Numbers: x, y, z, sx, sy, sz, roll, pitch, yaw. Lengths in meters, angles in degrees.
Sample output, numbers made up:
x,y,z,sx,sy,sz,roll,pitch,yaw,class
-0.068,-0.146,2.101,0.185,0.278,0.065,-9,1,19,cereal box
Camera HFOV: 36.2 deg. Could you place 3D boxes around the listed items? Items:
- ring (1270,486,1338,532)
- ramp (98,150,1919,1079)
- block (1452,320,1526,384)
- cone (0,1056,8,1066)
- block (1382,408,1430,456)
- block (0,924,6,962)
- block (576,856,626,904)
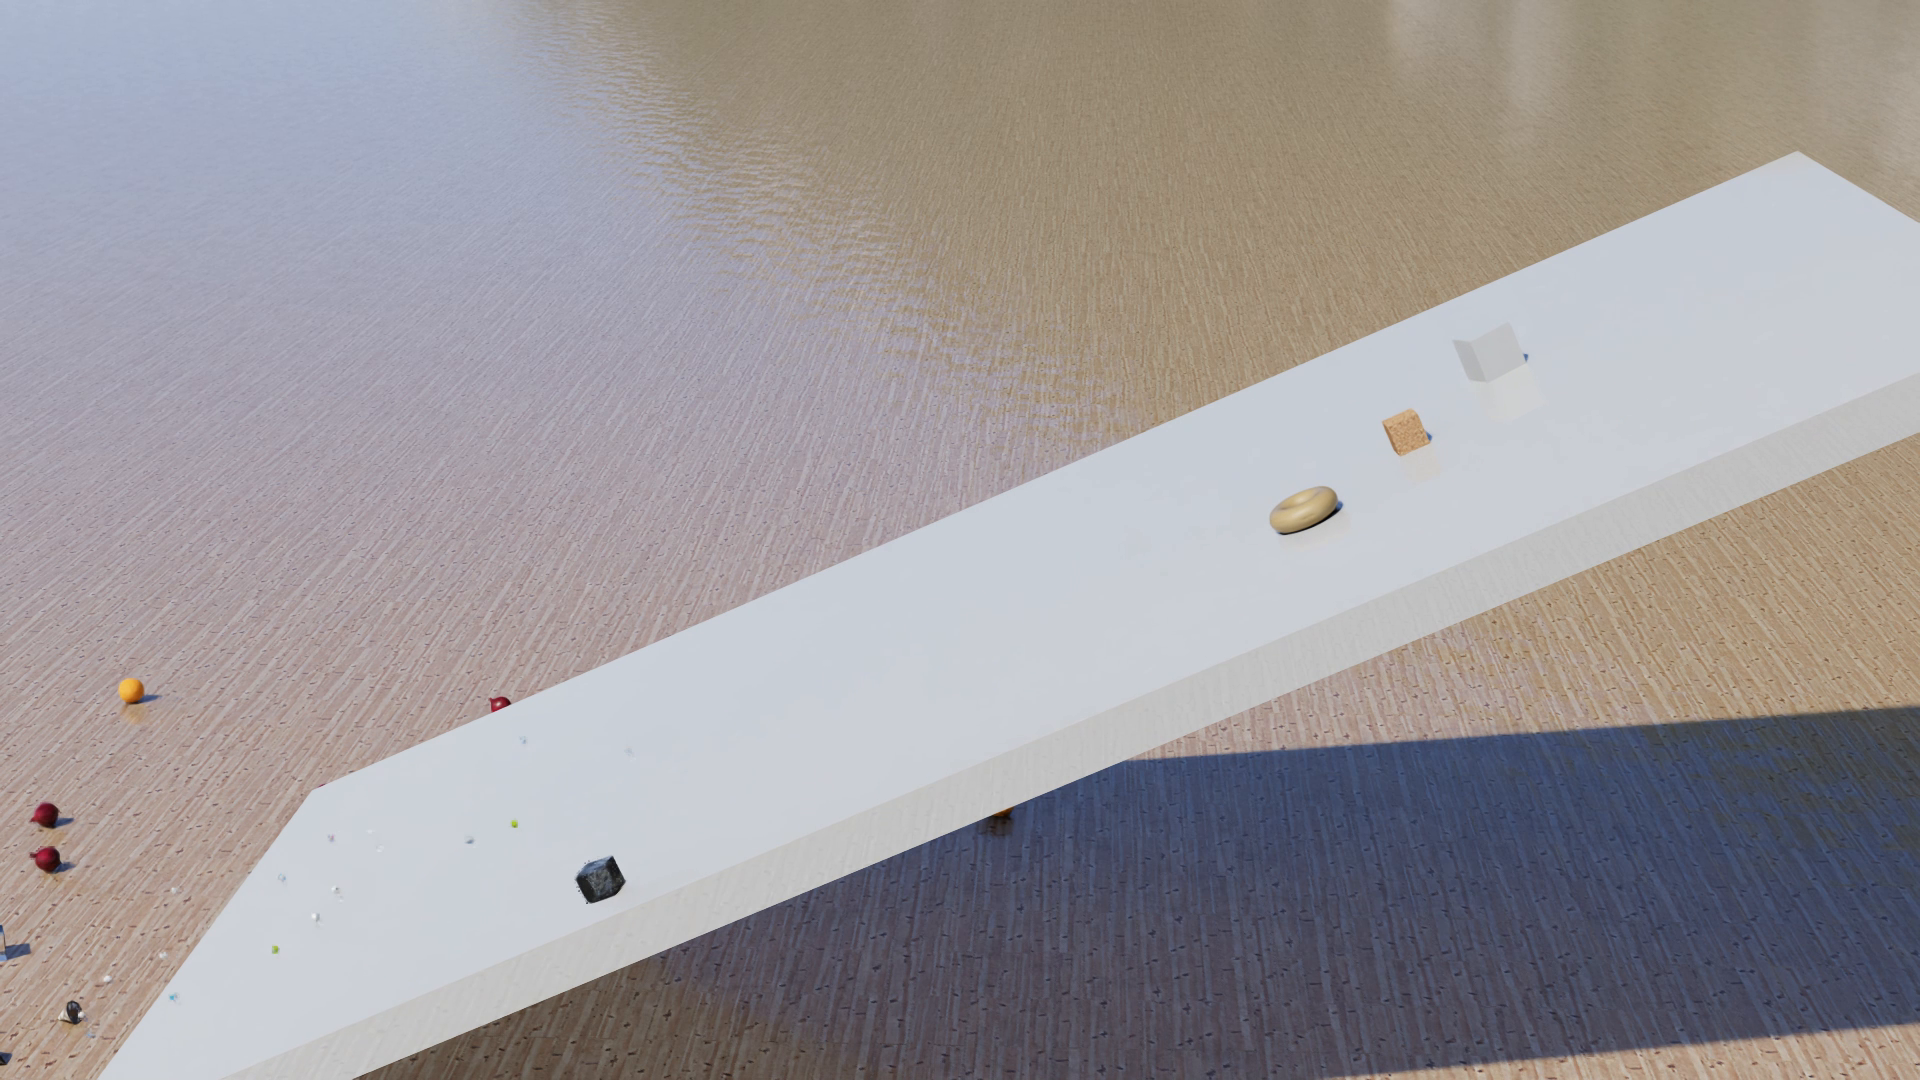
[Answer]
x,y,z,sx,sy,sz,roll,pitch,yaw,class
0.682,-0.060,5.838,0.145,0.048,0.145,-25,12,6,ring
0.133,0.170,6.283,4.000,0.100,2.000,-23,13,9,ramp
1.125,-0.402,6.257,0.097,0.097,0.097,-27,13,-10,block
-2.031,1.091,6.186,0.061,0.061,0.061,27,16,-2,cone
0.910,-0.220,6.004,0.067,0.067,0.067,-25,13,3,block
-2.217,0.925,6.722,0.064,0.064,0.064,-6,16,-21,block
-0.680,0.643,5.563,0.059,0.059,0.059,-20,14,22,block
